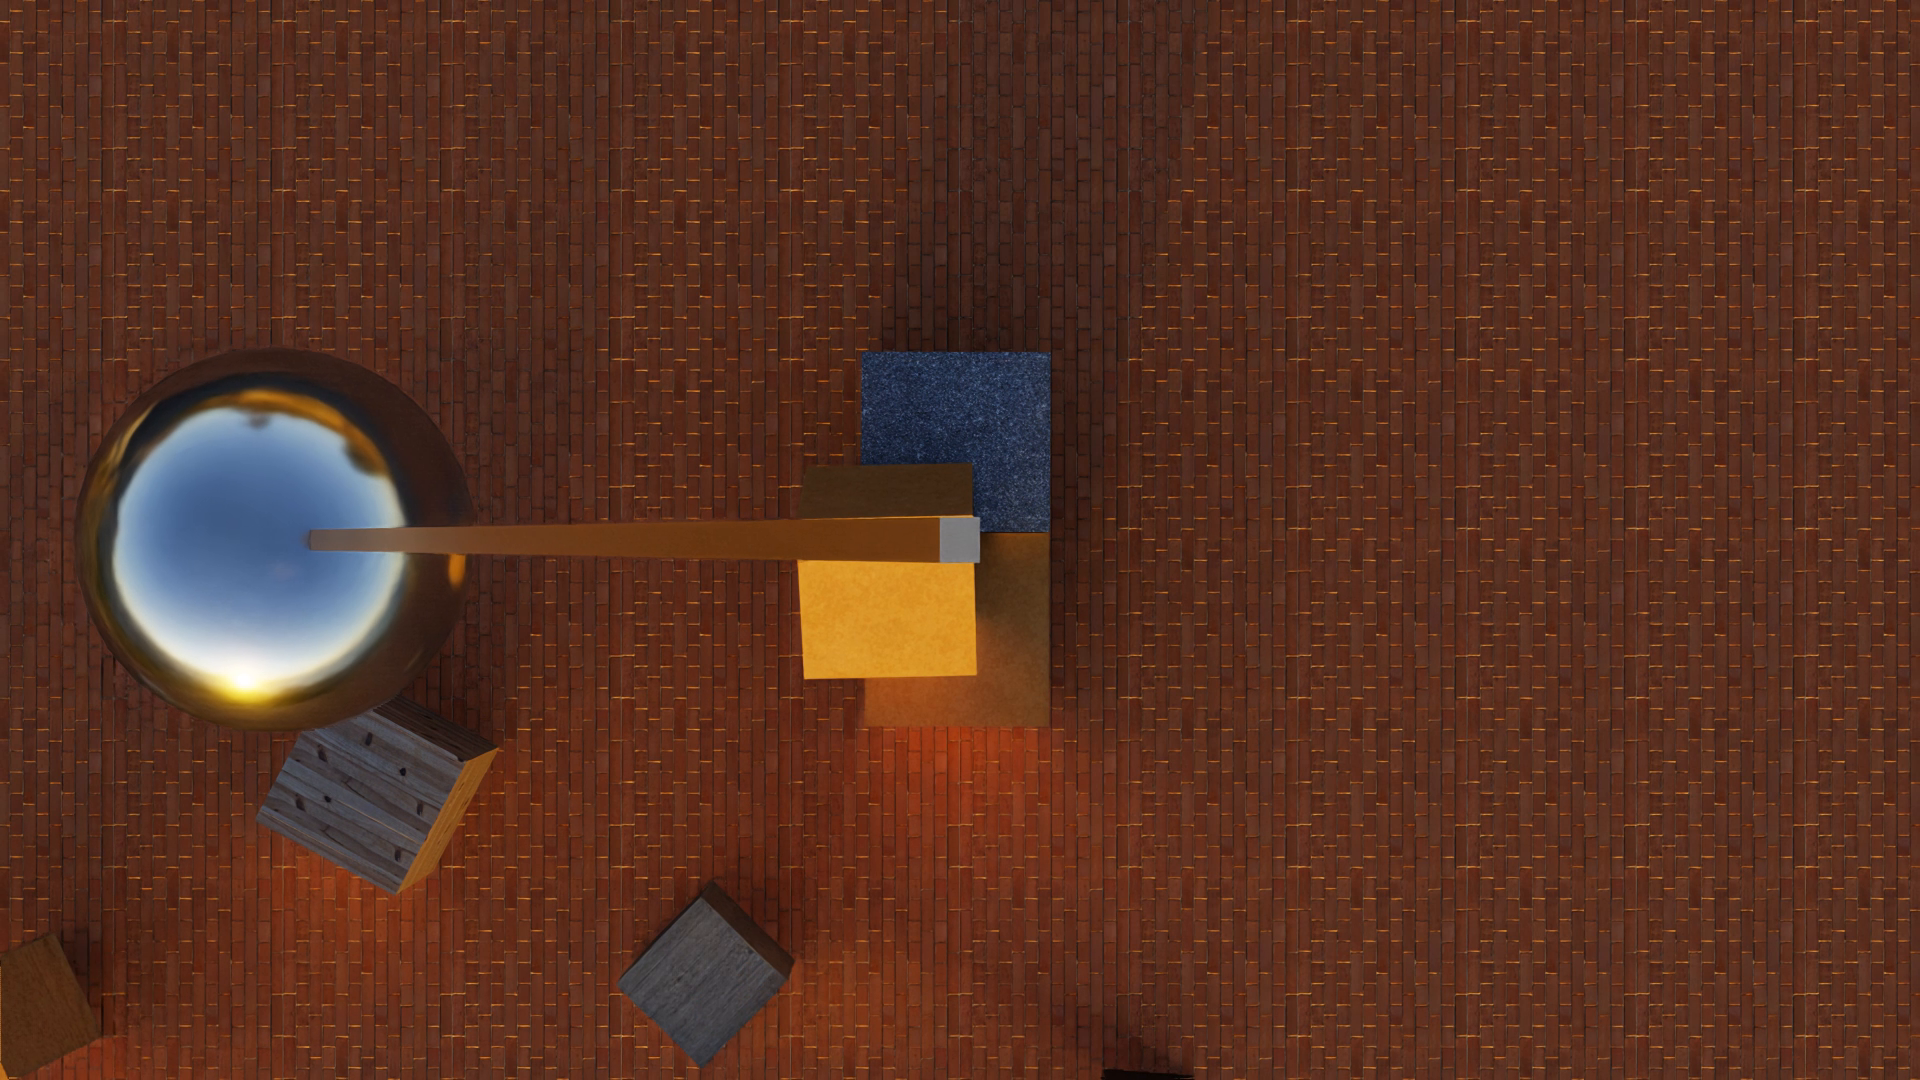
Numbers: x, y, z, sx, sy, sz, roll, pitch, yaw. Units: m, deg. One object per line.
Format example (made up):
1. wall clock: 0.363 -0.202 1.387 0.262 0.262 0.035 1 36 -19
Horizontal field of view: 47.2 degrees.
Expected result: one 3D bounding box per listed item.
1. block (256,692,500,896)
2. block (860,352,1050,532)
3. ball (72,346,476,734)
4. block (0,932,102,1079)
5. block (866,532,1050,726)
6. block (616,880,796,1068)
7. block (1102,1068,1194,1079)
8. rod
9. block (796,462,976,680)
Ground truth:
1. block: -3.307 1.384 12.565 0.880 0.871 0.839 28 90 0
2. block: -0.023 -0.528 12.397 1.015 1.205 0.964 0 90 0
3. ball: -2.826 0.000 9.135 1.600 1.600 1.600 0 90 0
4. block: -5.378 2.697 12.567 0.539 0.677 0.652 -25 90 -38
5. block: -0.016 0.488 12.481 1.001 1.037 1.053 0 90 0
6. block: -1.458 2.496 12.701 0.683 0.599 0.689 44 90 0
7. block: 1.085 3.454 12.713 0.534 0.575 0.618 4 90 0
8. rod: -1.224 0.000 6.135 0.080 5.200 0.080 0 90 -28
9. block: -0.363 0.148 11.417 0.877 0.844 0.860 -1 110 1
